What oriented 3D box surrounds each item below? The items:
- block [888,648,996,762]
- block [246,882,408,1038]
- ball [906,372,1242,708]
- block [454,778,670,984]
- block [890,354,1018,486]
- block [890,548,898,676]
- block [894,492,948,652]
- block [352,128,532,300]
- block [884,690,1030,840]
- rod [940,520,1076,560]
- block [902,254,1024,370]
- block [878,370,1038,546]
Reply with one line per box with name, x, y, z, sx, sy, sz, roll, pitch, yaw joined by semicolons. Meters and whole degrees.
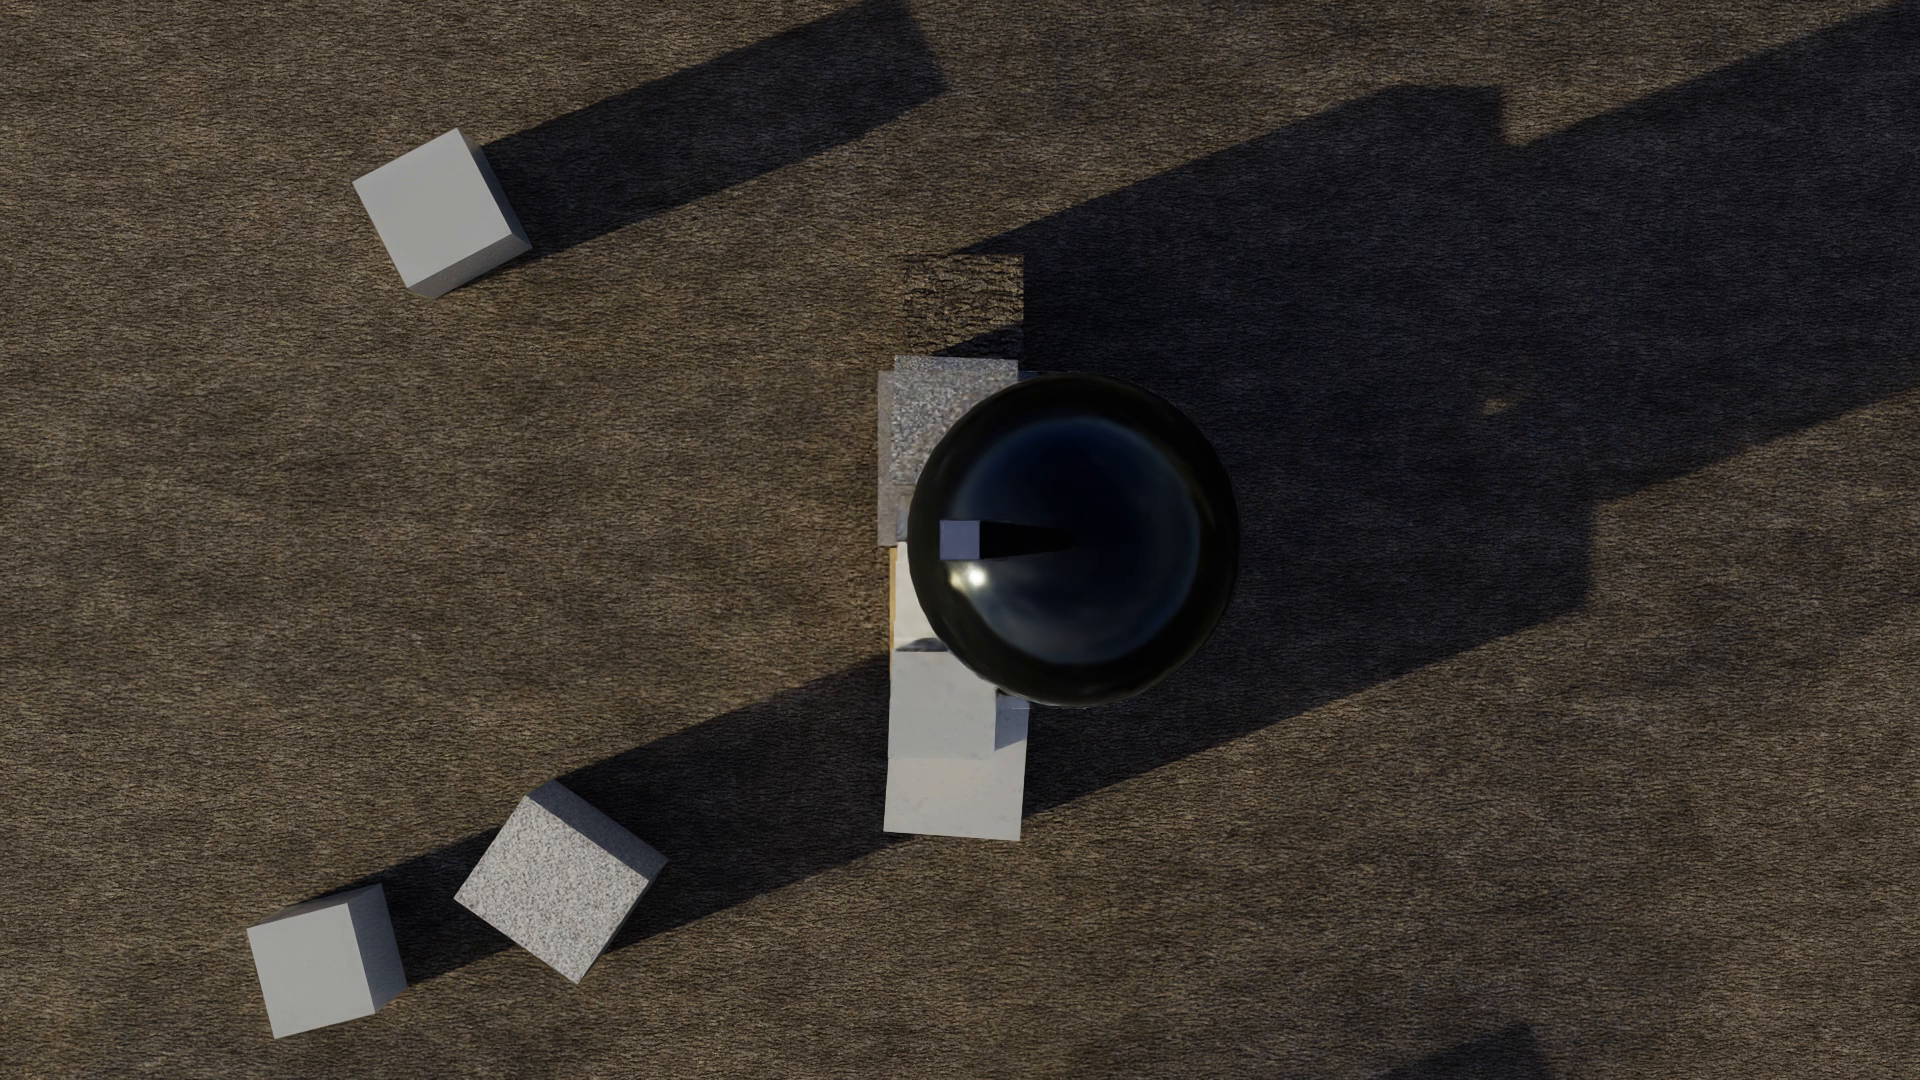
block;-0.091;0.878;11.906;0.562;0.532;0.567;2;90;0
block;-3.624;2.406;12.639;0.581;0.723;0.637;-14;90;0
ball;0.541;0.000;10.490;1.600;1.600;1.600;0;90;0
block;-2.260;1.934;12.578;0.834;0.844;0.697;35;90;0
block;-0.032;-0.617;11.769;0.641;0.652;0.666;2;90;0
block;-0.008;0.415;12.669;0.777;0.662;0.746;0;90;0
block;-0.023;0.176;11.838;0.634;0.588;0.646;2;117;-1
block;-2.976;-1.873;12.698;0.667;0.603;0.674;-27;90;0
block;-0.018;1.241;12.587;0.756;0.826;0.799;4;90;0
rod;0.235;0.000;7.104;0.080;5.200;0.080;0;90;5
block;0.017;-1.269;12.650;0.675;0.700;0.656;0;90;0
block;-0.011;-0.450;12.547;0.879;0.905;0.963;0;90;0
